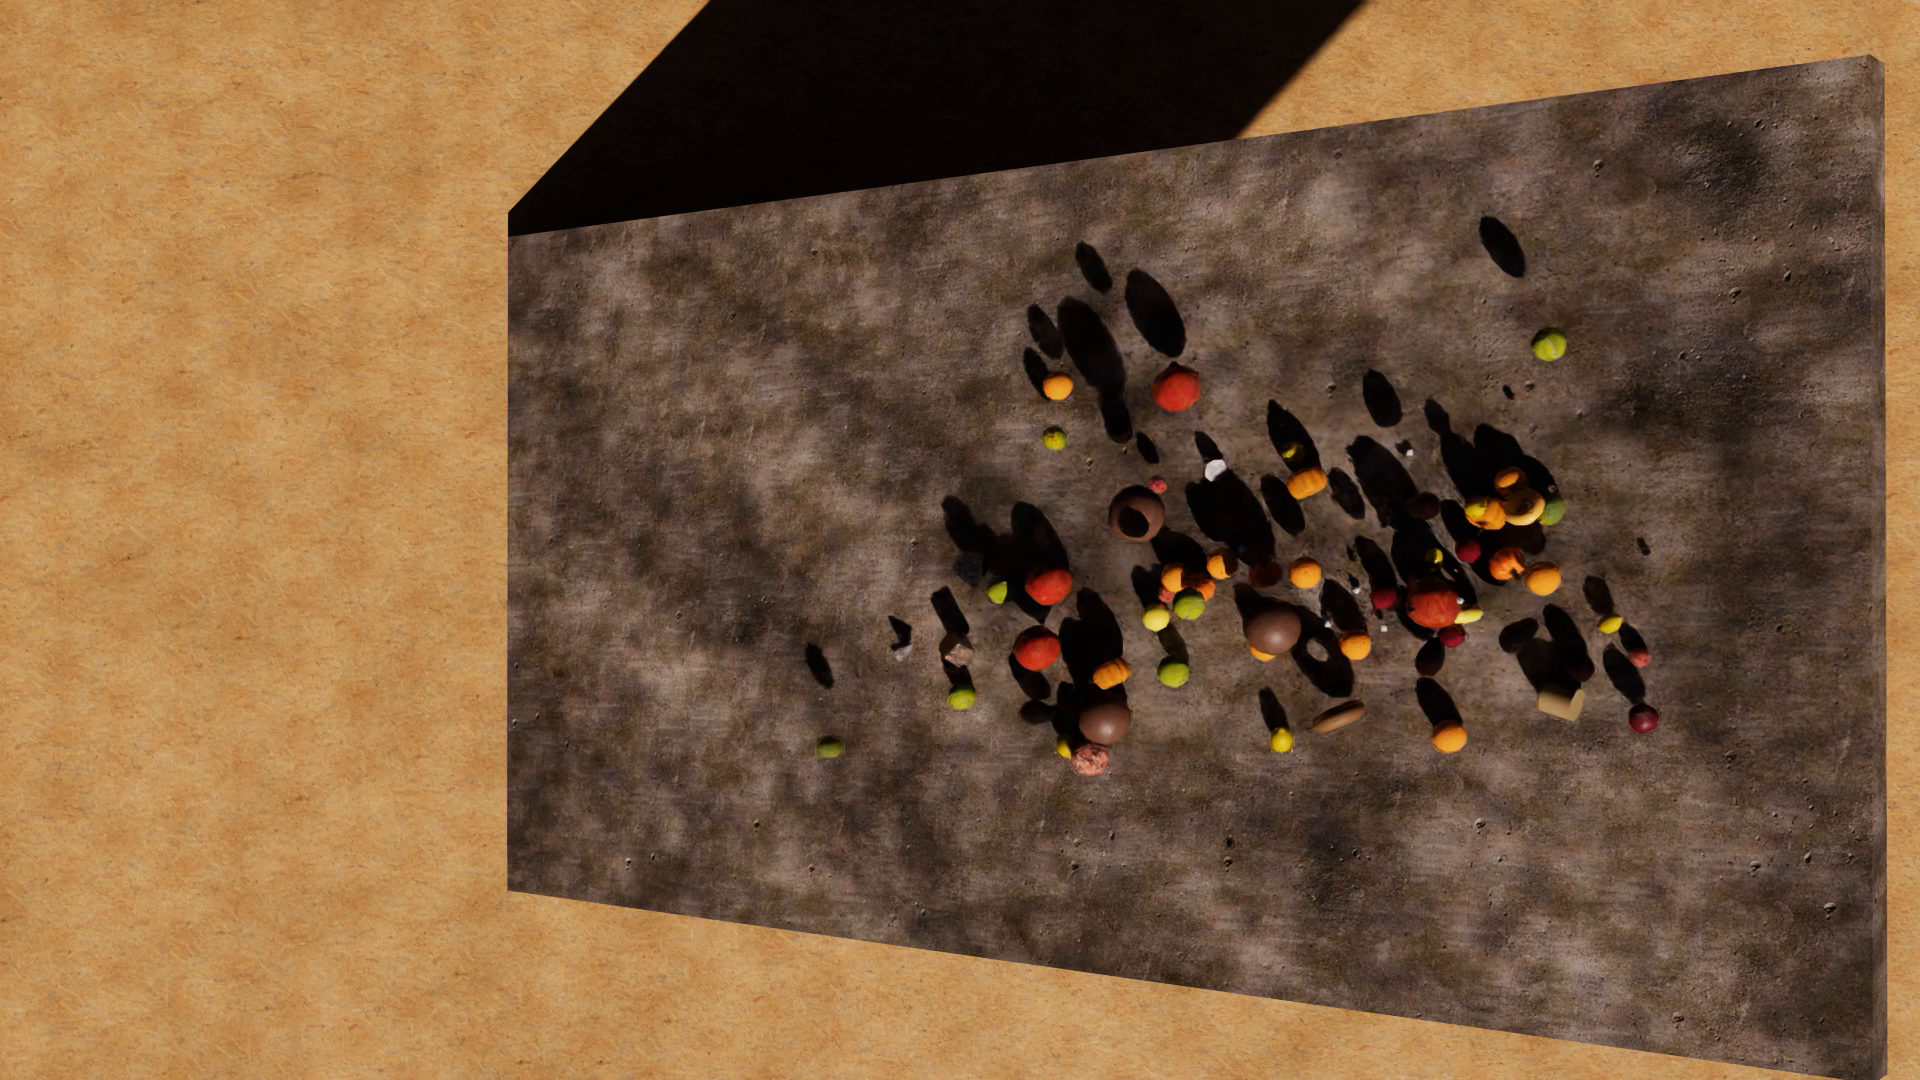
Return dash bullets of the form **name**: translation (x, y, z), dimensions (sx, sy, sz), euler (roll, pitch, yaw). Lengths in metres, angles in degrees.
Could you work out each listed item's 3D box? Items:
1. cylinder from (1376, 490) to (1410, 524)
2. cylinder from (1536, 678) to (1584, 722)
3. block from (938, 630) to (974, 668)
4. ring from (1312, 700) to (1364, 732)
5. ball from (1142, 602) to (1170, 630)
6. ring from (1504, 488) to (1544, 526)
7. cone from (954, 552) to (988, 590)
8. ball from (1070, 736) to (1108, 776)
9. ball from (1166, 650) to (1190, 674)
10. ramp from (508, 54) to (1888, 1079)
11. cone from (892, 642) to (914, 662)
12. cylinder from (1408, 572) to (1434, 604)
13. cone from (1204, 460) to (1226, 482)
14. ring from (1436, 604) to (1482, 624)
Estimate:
- **cylinder**: translation (0.954, -0.072, 4.845), dimensions (0.057, 0.057, 0.057), euler (-22, 105, 0)
- **cylinder**: translation (1.262, 0.336, 4.622), dimensions (0.072, 0.072, 0.072), euler (18, 90, 36)
- **block**: translation (-0.010, 0.276, 5.594), dimensions (0.058, 0.058, 0.058), euler (31, 109, -33)
- **ring**: translation (0.842, 0.393, 4.889), dimensions (0.125, 0.125, 0.042), euler (-24, 85, 0)
- **ball**: translation (0.467, 0.183, 5.245), dimensions (0.067, 0.067, 0.067), euler (0, 90, 0)
- **ring**: translation (1.187, -0.069, 4.630), dimensions (0.088, 0.088, 0.029), euler (-47, 131, 0)
- **cone**: translation (0.033, 0.095, 5.525), dimensions (0.092, 0.092, 0.092), euler (-4, 130, -5)
- **ball**: translation (0.314, 0.524, 5.344), dimensions (0.095, 0.095, 0.095), euler (0, 90, 0)
- **ball**: translation (0.515, 0.290, 5.212), dimensions (0.058, 0.058, 0.058), euler (0, 90, 0)
- **ramp**: translation (0.224, 0.064, 5.541), dimensions (4.000, 0.100, 2.000), euler (0, 90, 38)
- **cone**: translation (-0.137, 0.281, 5.724), dimensions (0.057, 0.057, 0.057), euler (-36, 90, 28)
- **cylinder**: translation (1.010, 0.107, 4.820), dimensions (0.057, 0.057, 0.057), euler (1, 75, 0)
- **cone**: translation (0.589, -0.172, 5.179), dimensions (0.056, 0.056, 0.056), euler (-8, 112, -21)
- **ring**: translation (1.078, 0.158, 4.746), dimensions (0.098, 0.098, 0.033), euler (-4, 97, 0)
